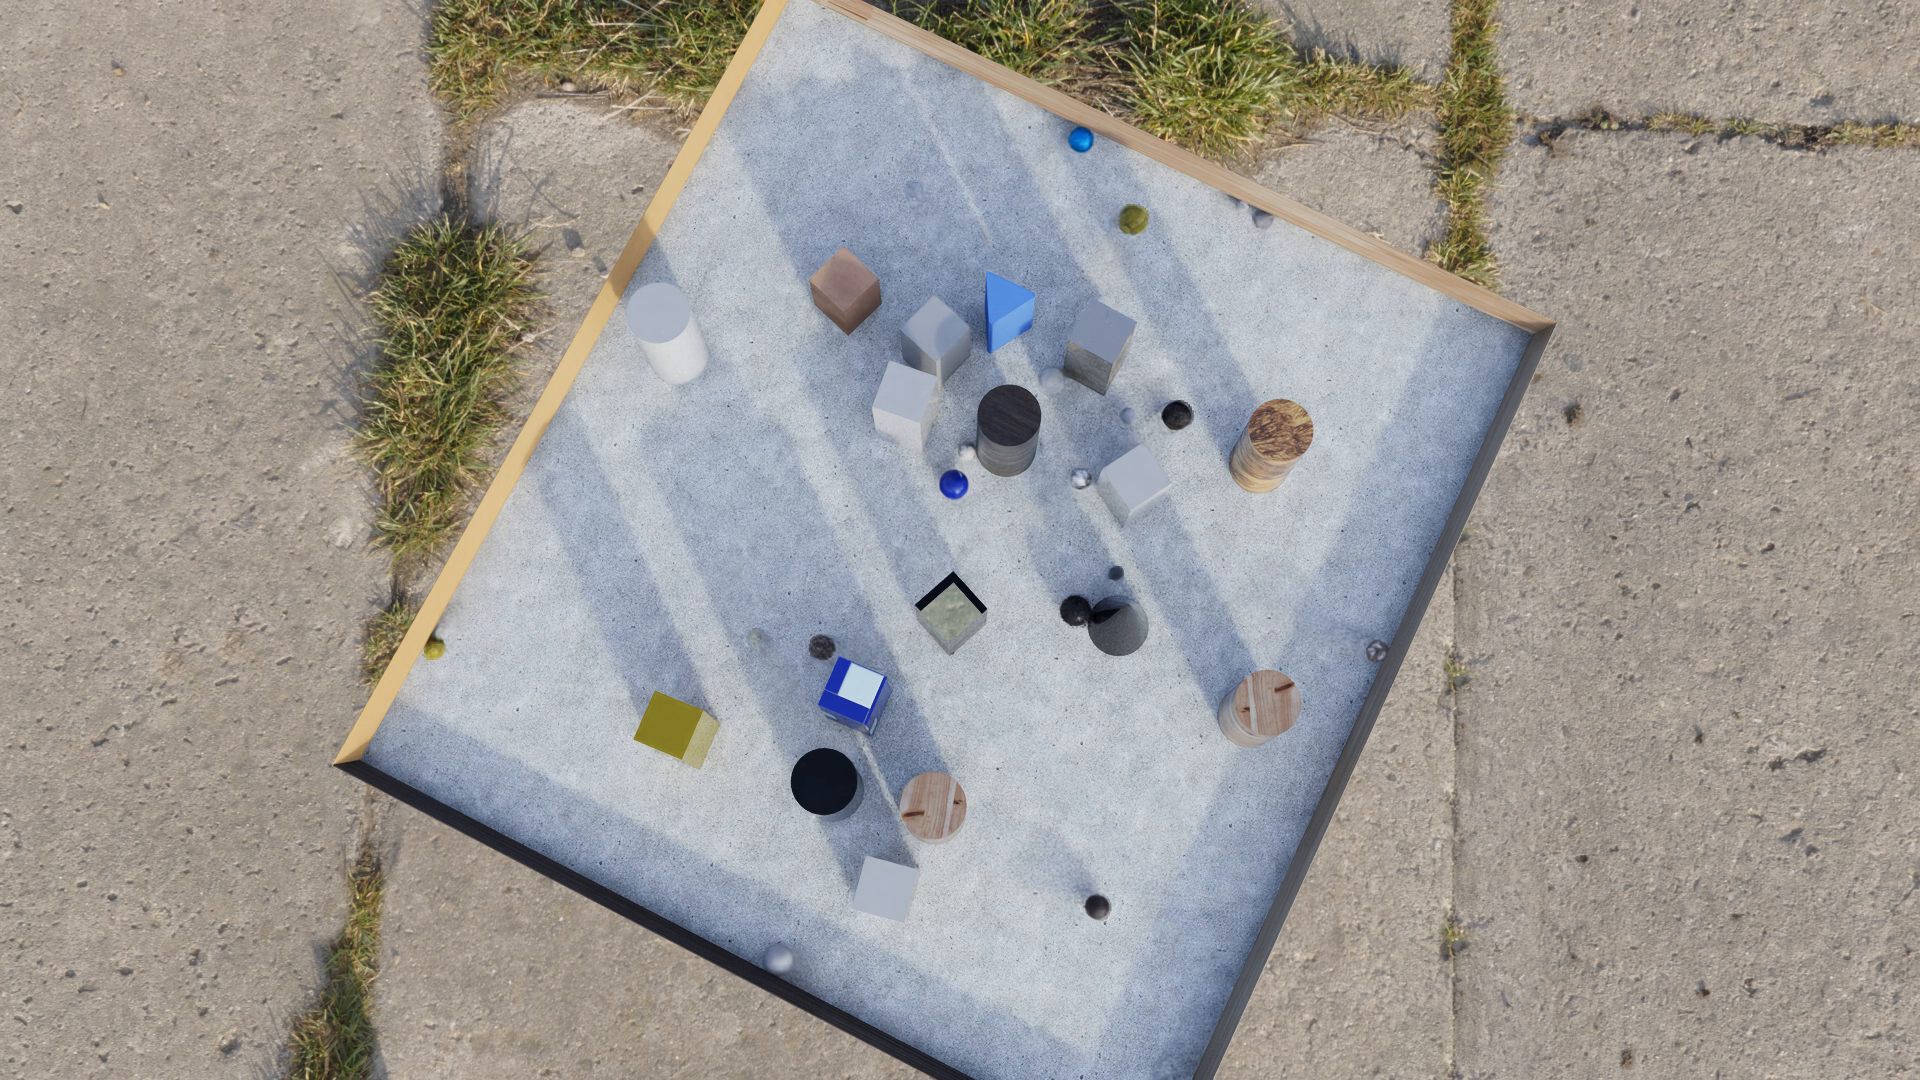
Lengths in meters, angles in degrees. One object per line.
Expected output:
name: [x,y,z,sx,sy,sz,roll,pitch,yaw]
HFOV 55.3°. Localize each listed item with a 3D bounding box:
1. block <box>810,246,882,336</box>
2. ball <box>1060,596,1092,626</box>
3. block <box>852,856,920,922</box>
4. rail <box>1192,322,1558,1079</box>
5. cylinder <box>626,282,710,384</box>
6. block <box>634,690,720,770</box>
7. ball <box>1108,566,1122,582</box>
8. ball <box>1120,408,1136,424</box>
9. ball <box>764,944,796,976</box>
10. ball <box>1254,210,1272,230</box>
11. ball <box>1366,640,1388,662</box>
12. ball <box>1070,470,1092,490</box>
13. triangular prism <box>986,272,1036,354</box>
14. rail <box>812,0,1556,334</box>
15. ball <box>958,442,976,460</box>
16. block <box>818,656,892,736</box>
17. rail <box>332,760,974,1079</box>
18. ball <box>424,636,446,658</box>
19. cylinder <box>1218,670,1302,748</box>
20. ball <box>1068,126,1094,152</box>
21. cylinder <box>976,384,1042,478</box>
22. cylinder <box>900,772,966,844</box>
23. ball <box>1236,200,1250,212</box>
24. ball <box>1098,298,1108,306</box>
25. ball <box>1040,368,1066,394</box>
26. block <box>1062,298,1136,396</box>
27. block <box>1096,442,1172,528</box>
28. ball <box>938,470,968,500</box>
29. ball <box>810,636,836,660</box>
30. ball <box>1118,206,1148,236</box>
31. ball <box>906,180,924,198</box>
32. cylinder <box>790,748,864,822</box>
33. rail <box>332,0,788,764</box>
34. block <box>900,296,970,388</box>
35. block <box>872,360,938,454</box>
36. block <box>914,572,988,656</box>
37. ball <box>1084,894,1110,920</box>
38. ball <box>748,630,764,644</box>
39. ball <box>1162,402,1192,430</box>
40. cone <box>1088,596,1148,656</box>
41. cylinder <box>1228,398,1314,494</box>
block: [-0.352,-0.766,5.656,0.149,0.233,0.149,44,82,8]
ball: [0.348,0.213,5.525,0.093,0.093,0.093,0,78,0]
block: [-0.207,0.997,5.221,0.149,0.371,0.149,15,79,3]
rail: [1.178,0.583,5.433,0.045,0.121,2.856,26,80,5]
cylinder: [-0.876,-0.617,5.529,0.187,0.420,0.187,0,78,0]
block: [-0.818,0.555,5.315,0.149,0.365,0.149,22,79,4]
ball: [0.472,0.103,5.573,0.044,0.044,0.044,0,78,0]
ball: [0.518,-0.385,5.670,0.051,0.051,0.051,0,78,0]
ball: [-0.524,1.220,5.318,0.090,0.090,0.090,0,78,0]
ball: [0.959,-1.012,5.795,0.060,0.060,0.060,0,78,0]
ball: [1.257,0.334,5.513,0.067,0.067,0.067,0,78,0]
ball: [0.372,-0.184,5.620,0.067,0.067,0.067,0,78,0]
triangular prism: [0.120,-0.715,5.614,0.162,0.294,0.140,-33,80,-6]
rail: [0.628,-1.224,5.807,2.681,0.121,0.045,26,80,5]
ball: [0.021,-0.272,5.644,0.056,0.056,0.056,0,78,0]
block: [-0.303,0.460,5.343,0.149,0.350,0.149,22,79,4]
rail: [-0.628,1.237,5.298,2.681,0.121,0.045,26,80,5]
ball: [-1.582,0.324,5.516,0.065,0.065,0.065,0,78,0]
cylinder: [0.867,0.494,5.330,0.187,0.361,0.187,0,78,0]
ball: [0.384,-1.276,5.840,0.079,0.079,0.079,0,78,0]
cylinder: [0.143,-0.323,5.492,0.187,0.374,0.187,0,78,0]
cylinder: [-0.074,0.774,5.263,0.187,0.380,0.187,0,78,0]
ball: [0.896,-1.061,5.814,0.042,0.042,0.042,0,78,0]
ball: [0.445,-0.738,5.747,0.042,0.042,0.042,0,78,0]
ball: [0.287,-0.493,5.677,0.082,0.082,0.082,0,78,0]
block: [0.421,-0.581,5.563,0.149,0.339,0.149,29,80,6]
block: [0.521,-0.162,5.520,0.149,0.255,0.149,-33,80,-6]
ball: [-0.019,-0.171,5.605,0.092,0.092,0.092,0,78,0]
ball: [-0.413,0.324,5.511,0.075,0.075,0.075,0,78,0]
ball: [0.544,-1.007,5.778,0.092,0.092,0.092,0,78,0]
ball: [-0.143,-1.112,5.818,0.055,0.055,0.055,0,78,0]
cylinder: [-0.379,0.710,5.285,0.187,0.362,0.187,0,78,0]
rail: [-1.178,-0.570,5.671,0.045,0.121,2.856,26,80,5]
block: [-0.074,-0.601,5.594,0.149,0.288,0.149,43,81,8]
block: [-0.161,-0.396,5.516,0.149,0.357,0.149,19,79,4]
block: [-0.026,0.221,5.428,0.149,0.280,0.149,-41,81,-8]
ball: [0.400,1.073,5.358,0.072,0.072,0.072,0,78,0]
ball: [-0.614,0.294,5.532,0.046,0.046,0.046,0,78,0]
ball: [0.668,-0.382,5.650,0.089,0.089,0.089,0,78,0]
cone: [0.480,0.221,5.374,0.187,0.385,0.187,0,78,0]
cylinder: [0.923,-0.275,5.466,0.187,0.405,0.187,0,78,0]
